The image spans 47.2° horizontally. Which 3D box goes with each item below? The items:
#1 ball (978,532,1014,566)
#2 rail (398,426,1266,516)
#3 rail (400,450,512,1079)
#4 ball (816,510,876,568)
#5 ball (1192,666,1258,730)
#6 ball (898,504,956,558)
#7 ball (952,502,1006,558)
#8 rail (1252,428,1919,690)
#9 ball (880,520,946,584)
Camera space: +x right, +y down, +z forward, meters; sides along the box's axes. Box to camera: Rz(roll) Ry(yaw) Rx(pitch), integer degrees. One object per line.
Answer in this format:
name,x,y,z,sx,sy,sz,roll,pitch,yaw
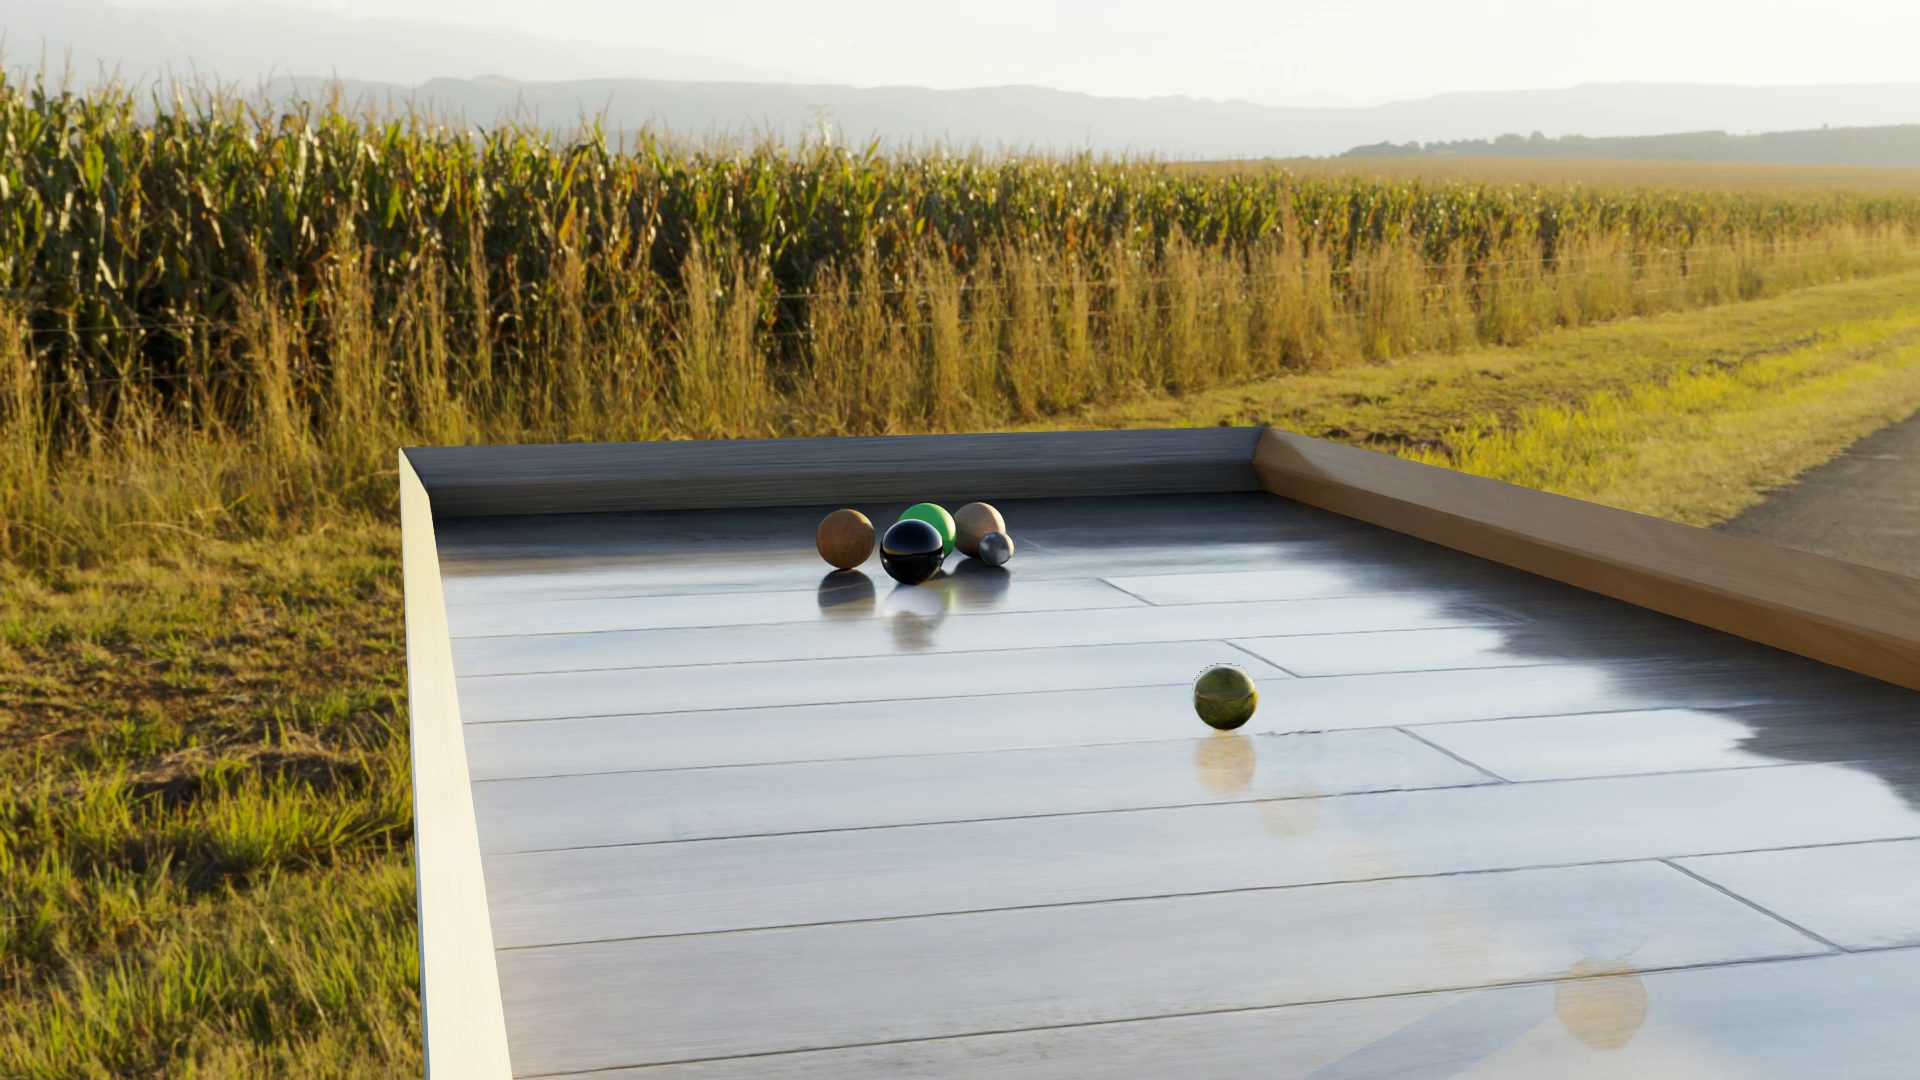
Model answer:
ball,0.055,0.013,3.381,0.053,0.053,0.053,0,8,0
rail,-0.193,-0.128,4.100,1.651,0.125,0.045,-2,8,-14
rail,-0.578,0.119,2.393,0.045,0.125,3.198,-2,8,-14
ball,-0.174,-0.001,3.347,0.091,0.091,0.091,0,8,0
ball,0.276,0.164,2.284,0.067,0.067,0.067,0,8,0
ball,-0.053,-0.009,3.381,0.096,0.096,0.096,0,8,0
ball,0.027,-0.016,3.458,0.087,0.087,0.087,0,8,0
rail,0.975,0.062,2.788,0.045,0.125,3.198,-2,8,-14
ball,-0.069,0.017,3.200,0.096,0.096,0.096,0,8,0
